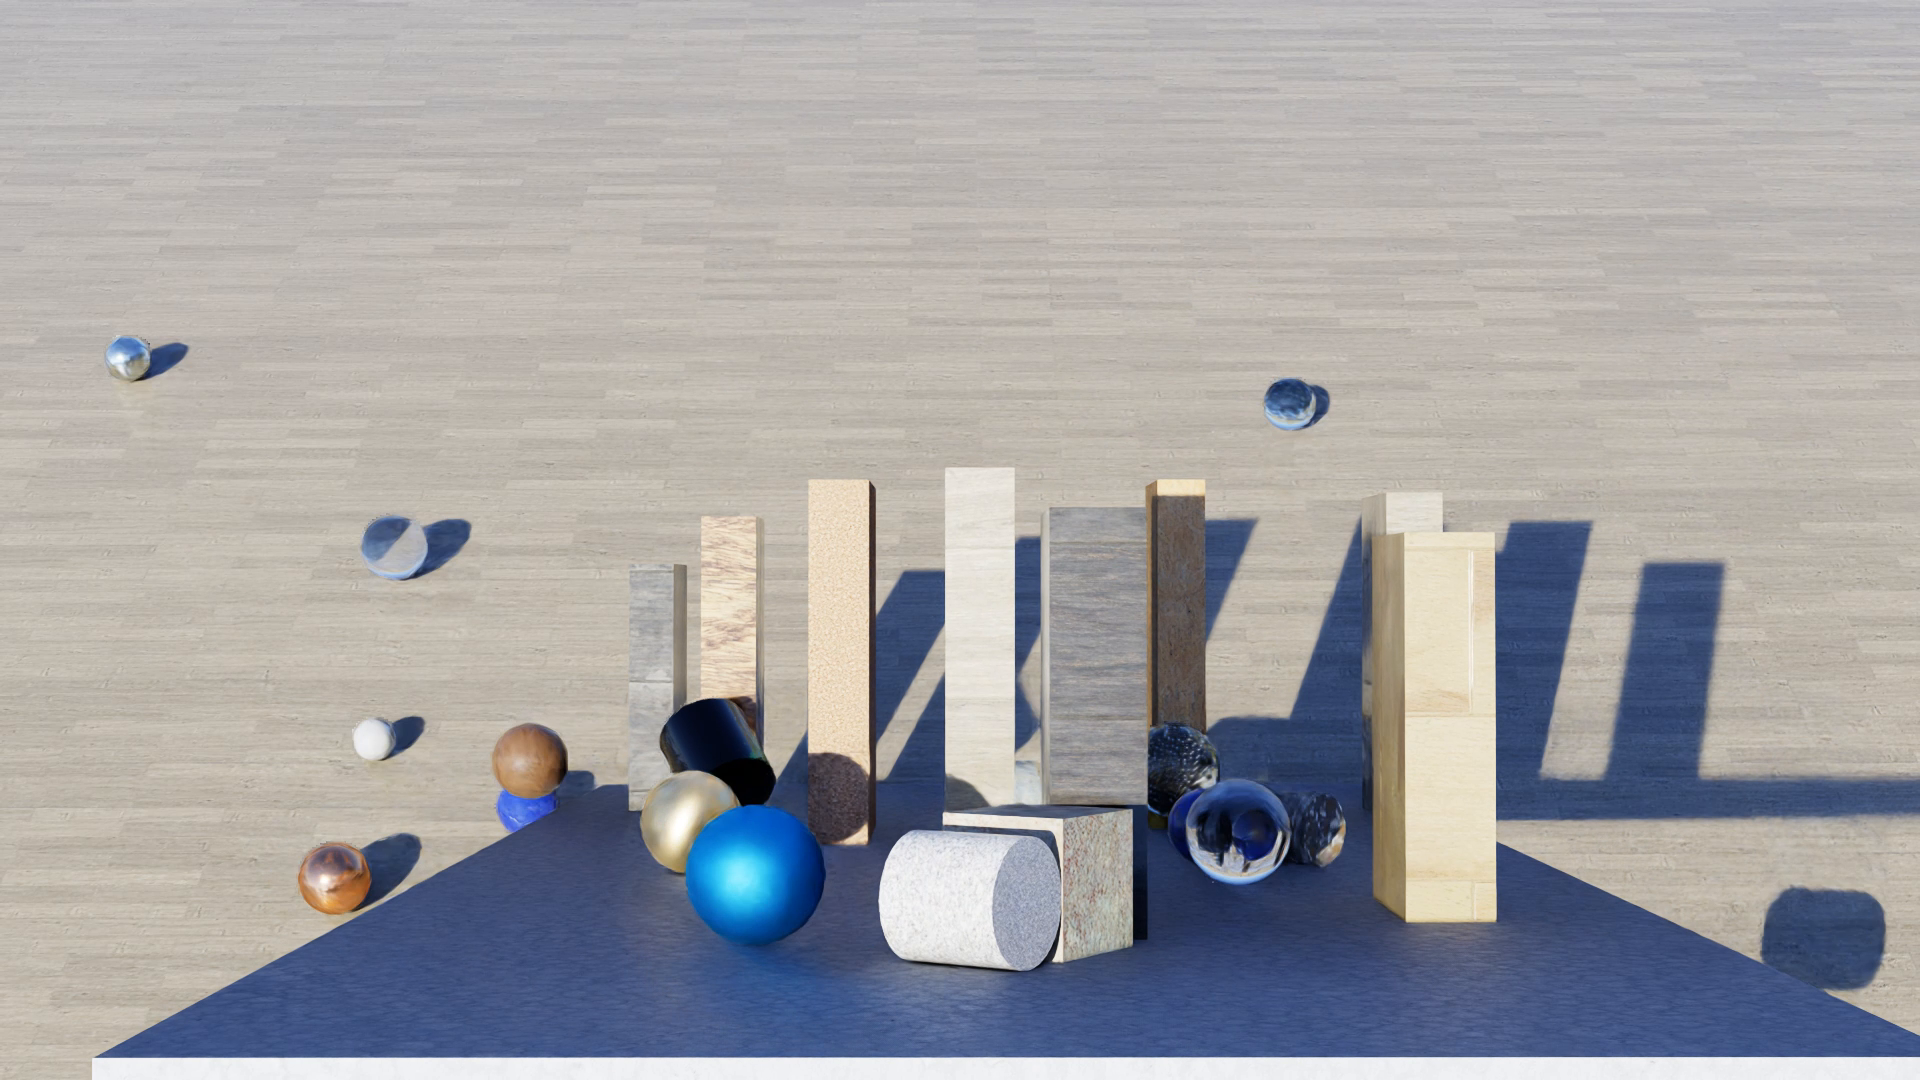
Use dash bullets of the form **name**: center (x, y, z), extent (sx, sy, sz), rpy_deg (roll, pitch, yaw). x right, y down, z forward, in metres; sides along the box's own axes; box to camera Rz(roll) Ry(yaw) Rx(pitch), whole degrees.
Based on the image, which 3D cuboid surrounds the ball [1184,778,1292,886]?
- **ball**: center (0.472, 0.496, 4.409), extent (0.181, 0.181, 0.181), rpy_deg (0, 33, 0)

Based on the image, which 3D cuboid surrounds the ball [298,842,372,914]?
- **ball**: center (-1.552, 0.841, 6.443), extent (0.177, 0.177, 0.177), rpy_deg (0, 33, 0)

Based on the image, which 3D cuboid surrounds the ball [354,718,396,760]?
- **ball**: center (-1.571, 0.536, 6.965), extent (0.113, 0.113, 0.113), rpy_deg (0, 33, 0)

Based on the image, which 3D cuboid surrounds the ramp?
- **ramp**: center (0.074, 0.644, 4.766), extent (2.000, 0.100, 4.000), rpy_deg (0, -1, 0)

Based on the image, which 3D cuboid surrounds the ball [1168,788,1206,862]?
- **ball**: center (0.449, 0.523, 4.742), extent (0.140, 0.140, 0.140), rpy_deg (0, 33, 0)

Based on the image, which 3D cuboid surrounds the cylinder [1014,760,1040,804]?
- **cylinder**: center (0.070, 0.523, 5.238), extent (0.153, 0.153, 0.153), rpy_deg (1, 32, -14)

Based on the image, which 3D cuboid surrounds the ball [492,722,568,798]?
- **ball**: center (-1.024, 0.527, 6.186), extent (0.181, 0.181, 0.181), rpy_deg (0, 33, 0)

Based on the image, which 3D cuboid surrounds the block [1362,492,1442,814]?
- **block**: center (0.990, 0.258, 5.821), extent (0.122, 0.715, 0.349), rpy_deg (0, -1, 0)

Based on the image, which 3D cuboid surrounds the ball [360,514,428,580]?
- **ball**: center (-1.673, 0.023, 7.673), extent (0.194, 0.194, 0.194), rpy_deg (0, 33, 0)

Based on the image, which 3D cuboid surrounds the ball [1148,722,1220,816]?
- **ball**: center (0.437, 0.471, 5.316), extent (0.193, 0.193, 0.193), rpy_deg (0, 33, 0)

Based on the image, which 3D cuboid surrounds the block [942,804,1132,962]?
- **block**: center (0.109, 0.474, 3.614), extent (0.192, 0.192, 0.192), rpy_deg (-1, -1, 33)

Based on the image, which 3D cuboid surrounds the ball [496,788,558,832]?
- **ball**: center (-1.115, 0.688, 6.693), extent (0.157, 0.157, 0.157), rpy_deg (0, 33, 0)

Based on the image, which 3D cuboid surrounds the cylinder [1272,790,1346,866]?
- **cylinder**: center (0.615, 0.528, 4.761), extent (0.130, 0.130, 0.130), rpy_deg (-1, 24, 45)

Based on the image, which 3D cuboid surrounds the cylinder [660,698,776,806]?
- **cylinder**: center (-0.522, 0.475, 5.568), extent (0.193, 0.193, 0.193), rpy_deg (-14, 45, -21)

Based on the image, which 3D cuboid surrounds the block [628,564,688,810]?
- **block**: center (-0.705, 0.339, 6.074), extent (0.101, 0.564, 0.295), rpy_deg (0, -1, 0)

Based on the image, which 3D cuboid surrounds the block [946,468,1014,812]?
- **block**: center (0.033, 0.235, 4.434), extent (0.115, 0.705, 0.251), rpy_deg (0, -1, 0)

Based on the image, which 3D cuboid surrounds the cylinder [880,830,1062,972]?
- **cylinder**: center (0.015, 0.479, 3.456), extent (0.176, 0.176, 0.176), rpy_deg (-1, 29, 33)

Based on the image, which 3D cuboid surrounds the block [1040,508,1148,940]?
- **block**: center (0.198, 0.267, 3.920), extent (0.140, 0.619, 0.399), rpy_deg (0, -1, 0)

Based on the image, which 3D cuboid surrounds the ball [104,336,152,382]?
- **ball**: center (-2.781, -0.607, 8.669), extent (0.151, 0.151, 0.151), rpy_deg (0, 33, 0)

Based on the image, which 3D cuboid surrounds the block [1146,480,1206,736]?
- **block**: center (0.473, 0.244, 5.710), extent (0.102, 0.739, 0.360), rpy_deg (0, -1, 0)

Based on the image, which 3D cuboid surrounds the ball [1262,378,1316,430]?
- **ball**: center (1.066, -0.440, 8.397), extent (0.171, 0.171, 0.171), rpy_deg (0, 33, 0)

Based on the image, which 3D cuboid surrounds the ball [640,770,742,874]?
- **ball**: center (-0.473, 0.499, 4.589), extent (0.182, 0.182, 0.182), rpy_deg (0, 33, 0)

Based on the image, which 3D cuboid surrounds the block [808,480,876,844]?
- **block**: center (-0.240, 0.245, 5.345), extent (0.119, 0.721, 0.427), rpy_deg (0, -1, 0)

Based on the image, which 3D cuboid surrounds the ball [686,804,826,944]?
- **ball**: center (-0.289, 0.473, 3.666), extent (0.197, 0.197, 0.197), rpy_deg (0, 33, 0)

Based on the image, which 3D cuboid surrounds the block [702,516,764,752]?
- **block**: center (-0.510, 0.283, 5.833), extent (0.120, 0.666, 0.248), rpy_deg (0, -1, 0)

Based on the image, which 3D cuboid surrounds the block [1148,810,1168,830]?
- **block**: center (0.421, 0.548, 5.467), extent (0.109, 0.109, 0.109), rpy_deg (6, -1, 7)

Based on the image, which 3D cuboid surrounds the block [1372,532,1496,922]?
- **block**: center (0.739, 0.285, 4.065), extent (0.136, 0.587, 0.308), rpy_deg (0, -1, 0)
